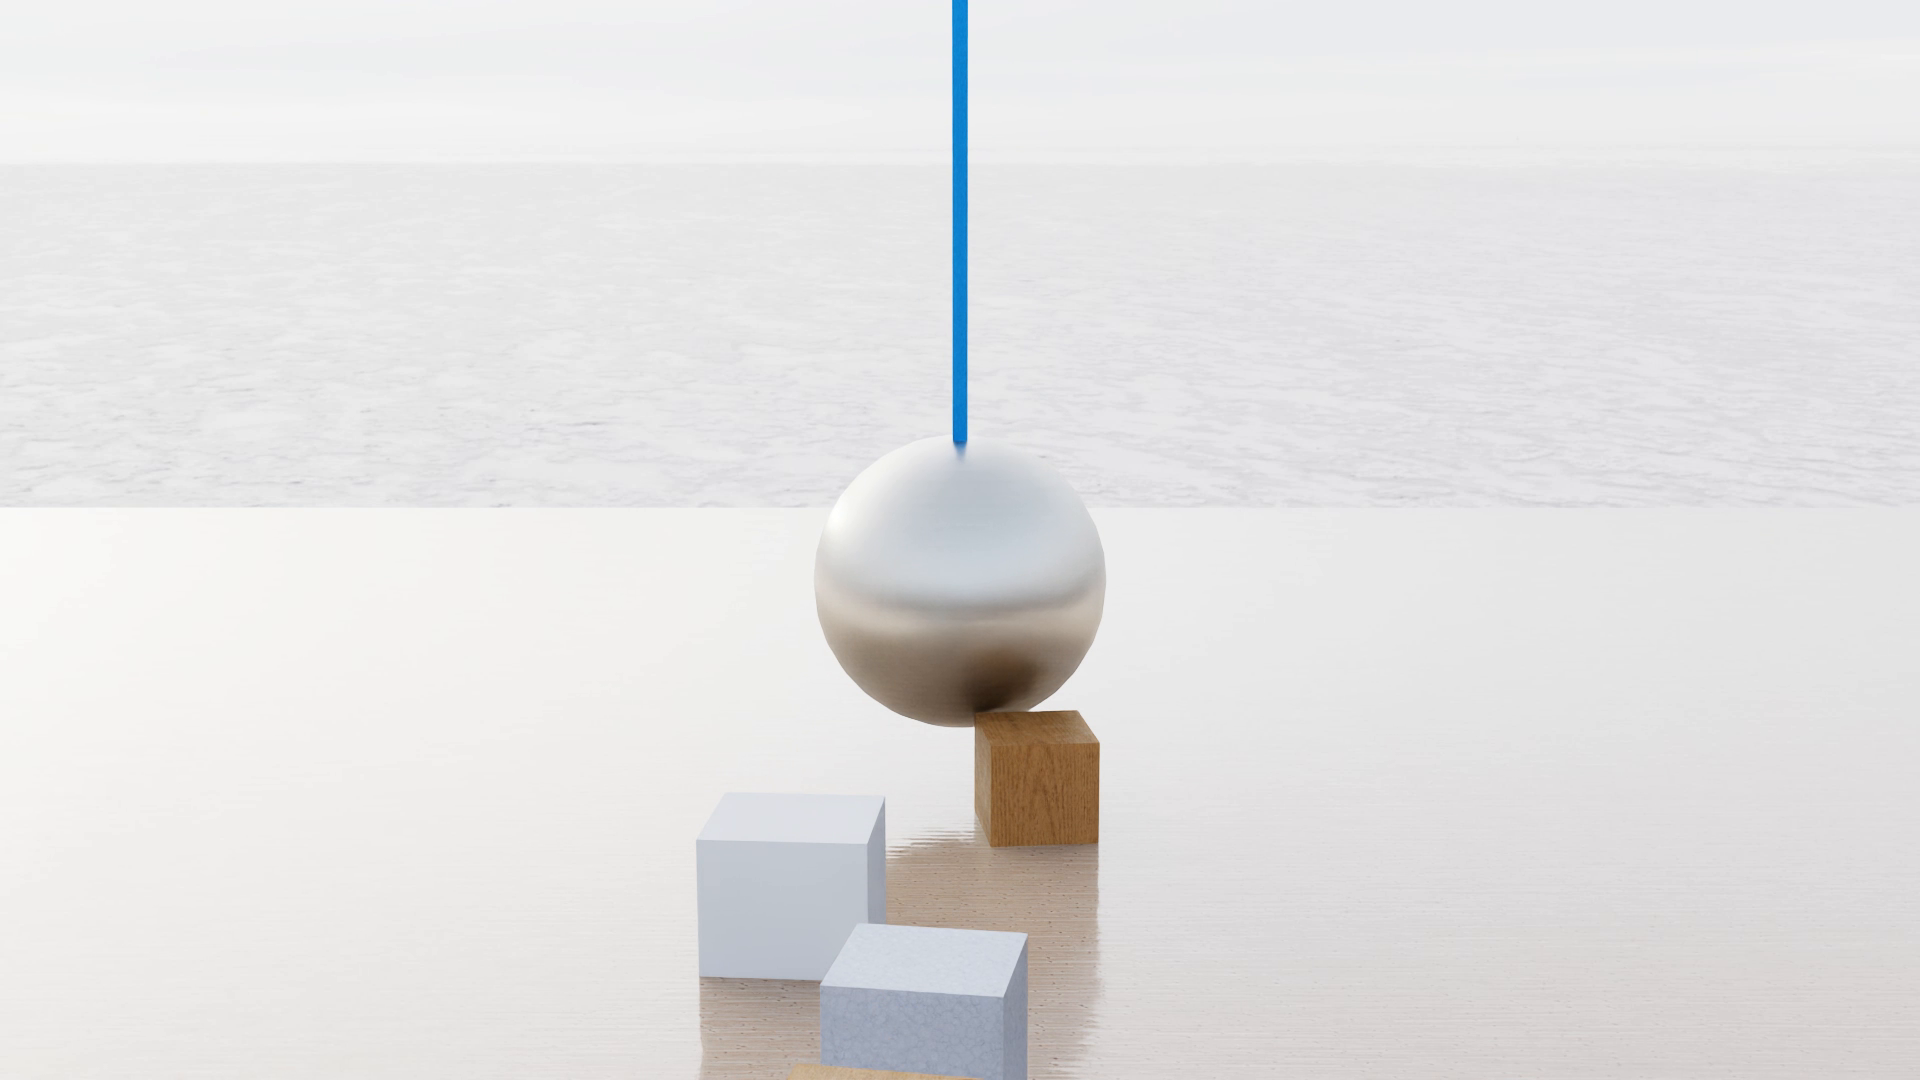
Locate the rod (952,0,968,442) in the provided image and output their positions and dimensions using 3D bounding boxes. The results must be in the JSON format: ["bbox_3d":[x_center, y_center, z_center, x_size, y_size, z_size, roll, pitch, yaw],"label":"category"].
[{"bbox_3d":[0.000,-3.017,10.970,0.080,5.200,0.080,0,18,0],"label":"rod"}]

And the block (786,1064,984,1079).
[{"bbox_3d":[-0.275,2.022,6.438,0.582,0.718,0.634,2,11,11],"label":"block"}]

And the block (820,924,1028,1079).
[{"bbox_3d":[-0.116,1.801,7.864,0.637,0.642,0.618,2,10,9],"label":"block"}]

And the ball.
[{"bbox_3d":[0.000,0.223,12.001,1.600,1.600,1.600,0,10,0],"label":"ball"}]

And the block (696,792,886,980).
[{"bbox_3d":[-0.723,1.502,9.608,0.725,0.607,0.689,1,10,4],"label":"block"}]

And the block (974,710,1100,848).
[{"bbox_3d":[0.389,1.224,11.366,0.552,0.526,0.651,-1,10,-7],"label":"block"}]
